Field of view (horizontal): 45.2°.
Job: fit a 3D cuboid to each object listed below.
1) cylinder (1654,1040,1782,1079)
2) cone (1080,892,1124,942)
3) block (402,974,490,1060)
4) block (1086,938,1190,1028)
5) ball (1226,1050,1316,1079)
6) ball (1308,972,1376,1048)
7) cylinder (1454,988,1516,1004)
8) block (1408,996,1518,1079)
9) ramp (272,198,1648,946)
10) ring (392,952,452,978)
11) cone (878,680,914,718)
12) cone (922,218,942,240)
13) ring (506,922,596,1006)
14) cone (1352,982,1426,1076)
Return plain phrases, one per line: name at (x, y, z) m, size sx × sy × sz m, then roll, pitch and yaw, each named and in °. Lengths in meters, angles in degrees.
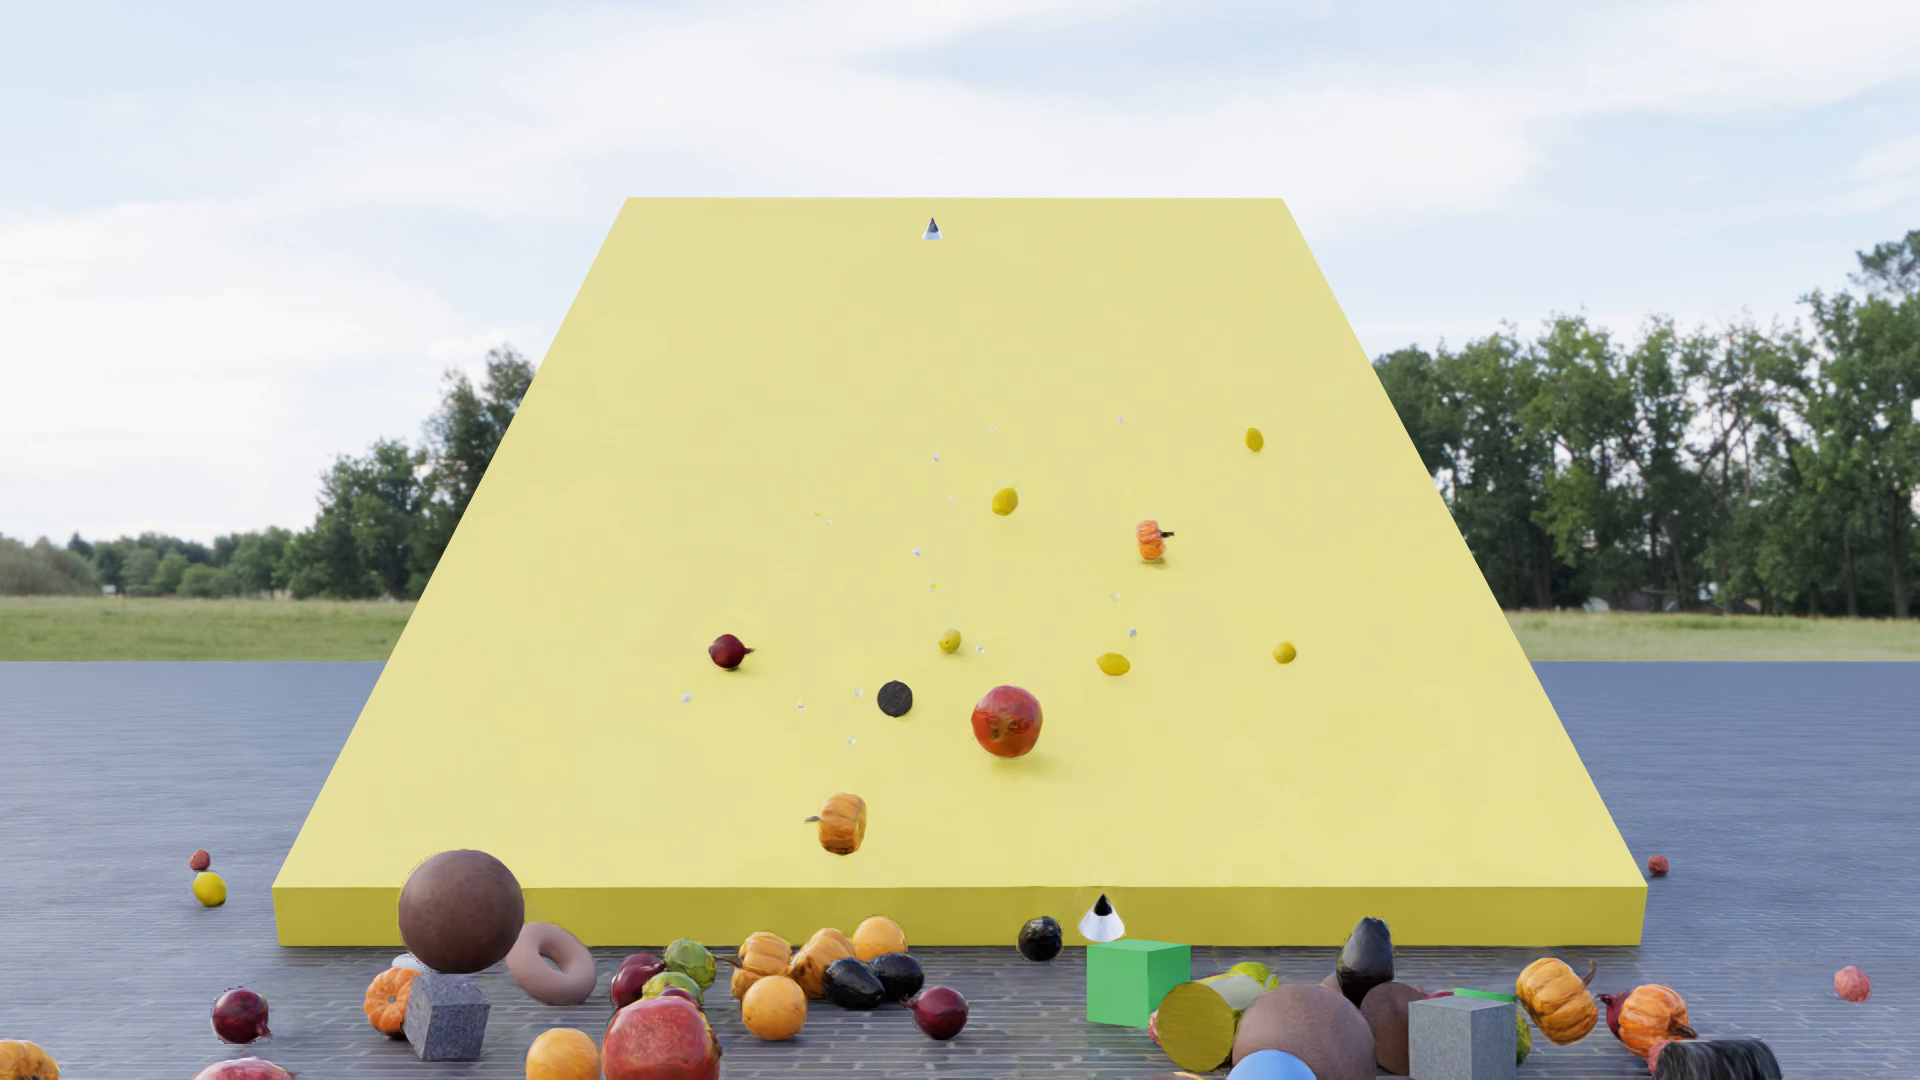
cylinder at (0.680, 0.490, 2.071) m, size 0.080 × 0.080 × 0.080 m, roll 1°, pitch -3°, yaw -13°
cone at (0.201, 0.522, 3.259) m, size 0.065 × 0.065 × 0.065 m, roll 0°, pitch 30°, yaw 0°
block at (-0.546, 0.506, 2.454) m, size 0.064 × 0.064 × 0.064 m, roll 5°, pitch 17°, yaw -34°
block at (0.210, 0.519, 2.705) m, size 0.087 × 0.087 × 0.087 m, roll -2°, pitch -4°, yaw 40°
ball at (0.269, 0.484, 1.994) m, size 0.085 × 0.085 × 0.085 m, roll 0°, pitch -3°, yaw 0°
ball at (0.413, 0.501, 2.463) m, size 0.080 × 0.080 × 0.080 m, roll 0°, pitch -3°, yaw 0°
cylinder at (0.554, 0.512, 2.447) m, size 0.065 × 0.065 × 0.065 m, roll 7°, pitch -9°, yaw 1°
block at (0.508, 0.505, 2.331) m, size 0.076 × 0.076 × 0.076 m, roll 3°, pitch -4°, yaw -41°
ramp at (-0.007, -0.225, 5.217) m, size 2.000 × 0.100 × 4.000 m, roll 0°, pitch 23°, yaw 0°
ring at (-0.718, 0.568, 3.083) m, size 0.081 × 0.027 × 0.081 m, roll 0°, pitch -1°, yaw 0°
cone at (-0.108, 0.267, 3.882) m, size 0.061 × 0.061 × 0.061 m, roll 0°, pitch -4°, yaw 1°
cone at (-0.079, -0.896, 6.609) m, size 0.060 × 0.060 × 0.060 m, roll 0°, pitch 23°, yaw 0°
ring at (-0.502, 0.521, 2.837) m, size 0.041 × 0.122 × 0.122 m, roll -50°, pitch -28°, yaw 22°
cone at (0.433, 0.522, 2.404) m, size 0.098 × 0.098 × 0.098 m, roll 1°, pitch -27°, yaw -24°
